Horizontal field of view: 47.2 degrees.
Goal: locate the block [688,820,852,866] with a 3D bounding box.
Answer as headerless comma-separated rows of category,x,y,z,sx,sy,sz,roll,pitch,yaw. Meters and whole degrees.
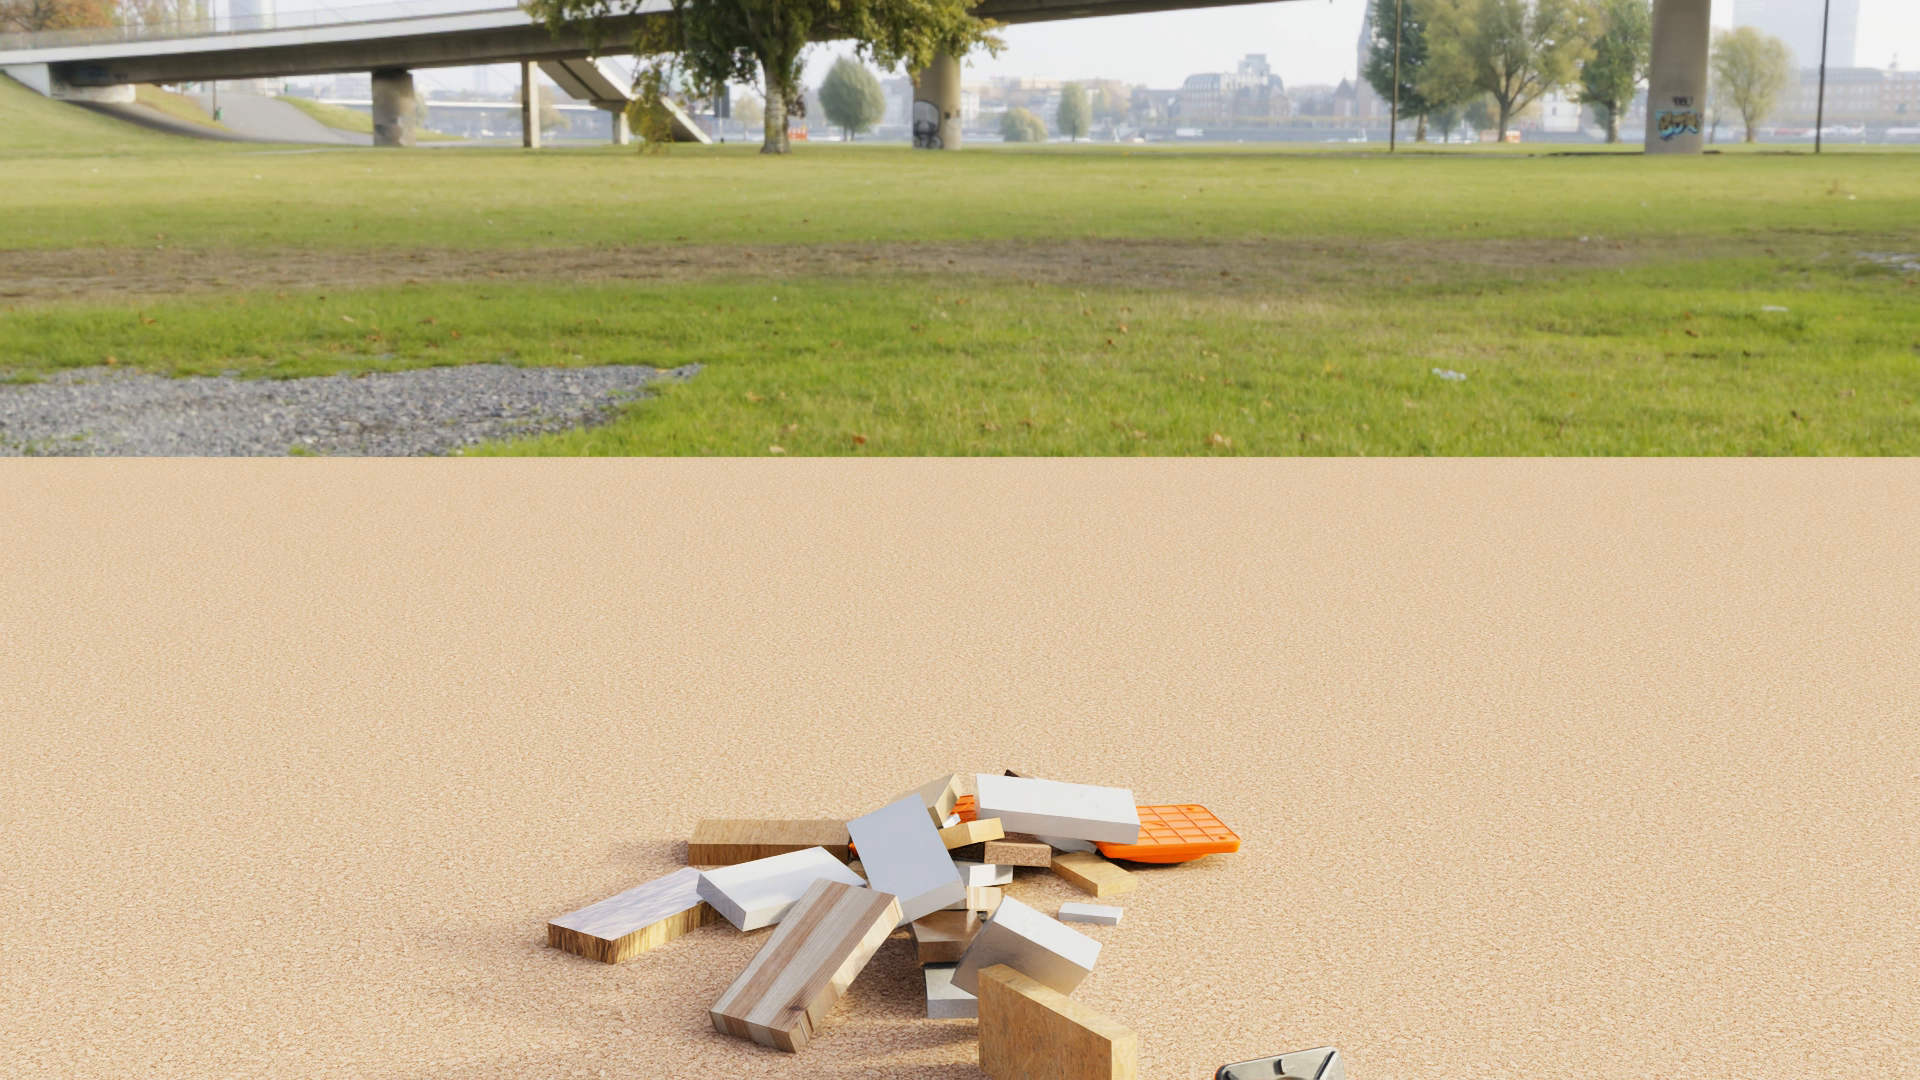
block,-0.330,0.533,3.872,0.275,0.039,0.138,0,11,1

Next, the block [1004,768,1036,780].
block,0.158,0.470,4.037,0.157,0.022,0.079,28,4,42

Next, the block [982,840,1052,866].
block,0.095,0.530,3.731,0.109,0.031,0.218,3,-5,0

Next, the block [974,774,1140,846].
block,0.165,0.464,3.800,0.275,0.039,0.138,7,18,-5

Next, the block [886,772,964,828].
block,-0.075,0.470,3.815,0.126,0.036,0.253,-23,3,10

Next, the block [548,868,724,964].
block,-0.494,0.598,3.518,0.138,0.039,0.321,7,13,35

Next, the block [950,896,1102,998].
block,0.086,0.580,3.002,0.143,0.041,0.286,27,-30,2

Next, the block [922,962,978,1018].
block,0.000,0.653,3.252,0.103,0.029,0.206,-1,11,-3

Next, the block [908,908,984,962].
block,-0.018,0.581,3.239,0.103,0.029,0.206,-1,3,-6

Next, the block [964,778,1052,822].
block,0.115,0.492,4.114,0.109,0.031,0.218,8,13,36

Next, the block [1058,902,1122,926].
block,0.211,0.604,3.555,0.096,0.014,0.048,3,11,16

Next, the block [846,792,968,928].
block,-0.085,0.492,3.391,0.126,0.036,0.291,-23,23,-5

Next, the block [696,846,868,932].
block,-0.288,0.565,3.579,0.253,0.036,0.126,-6,27,-43

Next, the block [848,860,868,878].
block,-0.142,0.566,3.761,0.096,0.014,0.048,2,11,12

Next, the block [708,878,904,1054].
block,-0.219,0.606,3.157,0.143,0.041,0.286,7,37,33

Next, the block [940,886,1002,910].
block,-0.020,0.565,3.460,0.120,0.034,0.239,-4,-10,13

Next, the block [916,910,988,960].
block,-0.010,0.604,3.363,0.103,0.029,0.206,0,3,1

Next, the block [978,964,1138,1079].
block,0.123,0.667,2.862,0.041,0.143,0.286,-9,14,-34

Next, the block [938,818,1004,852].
block,-0.013,0.488,3.586,0.120,0.034,0.239,-16,-9,11

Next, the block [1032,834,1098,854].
block,0.157,0.505,3.913,0.109,0.031,0.218,25,2,-19

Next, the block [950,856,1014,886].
block,-0.004,0.546,3.626,0.120,0.034,0.239,3,-6,18

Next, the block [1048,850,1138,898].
block,0.225,0.566,3.735,0.079,0.022,0.158,-6,12,-29

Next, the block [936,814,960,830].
block,-0.050,0.491,3.742,0.096,0.014,0.048,-21,4,37
